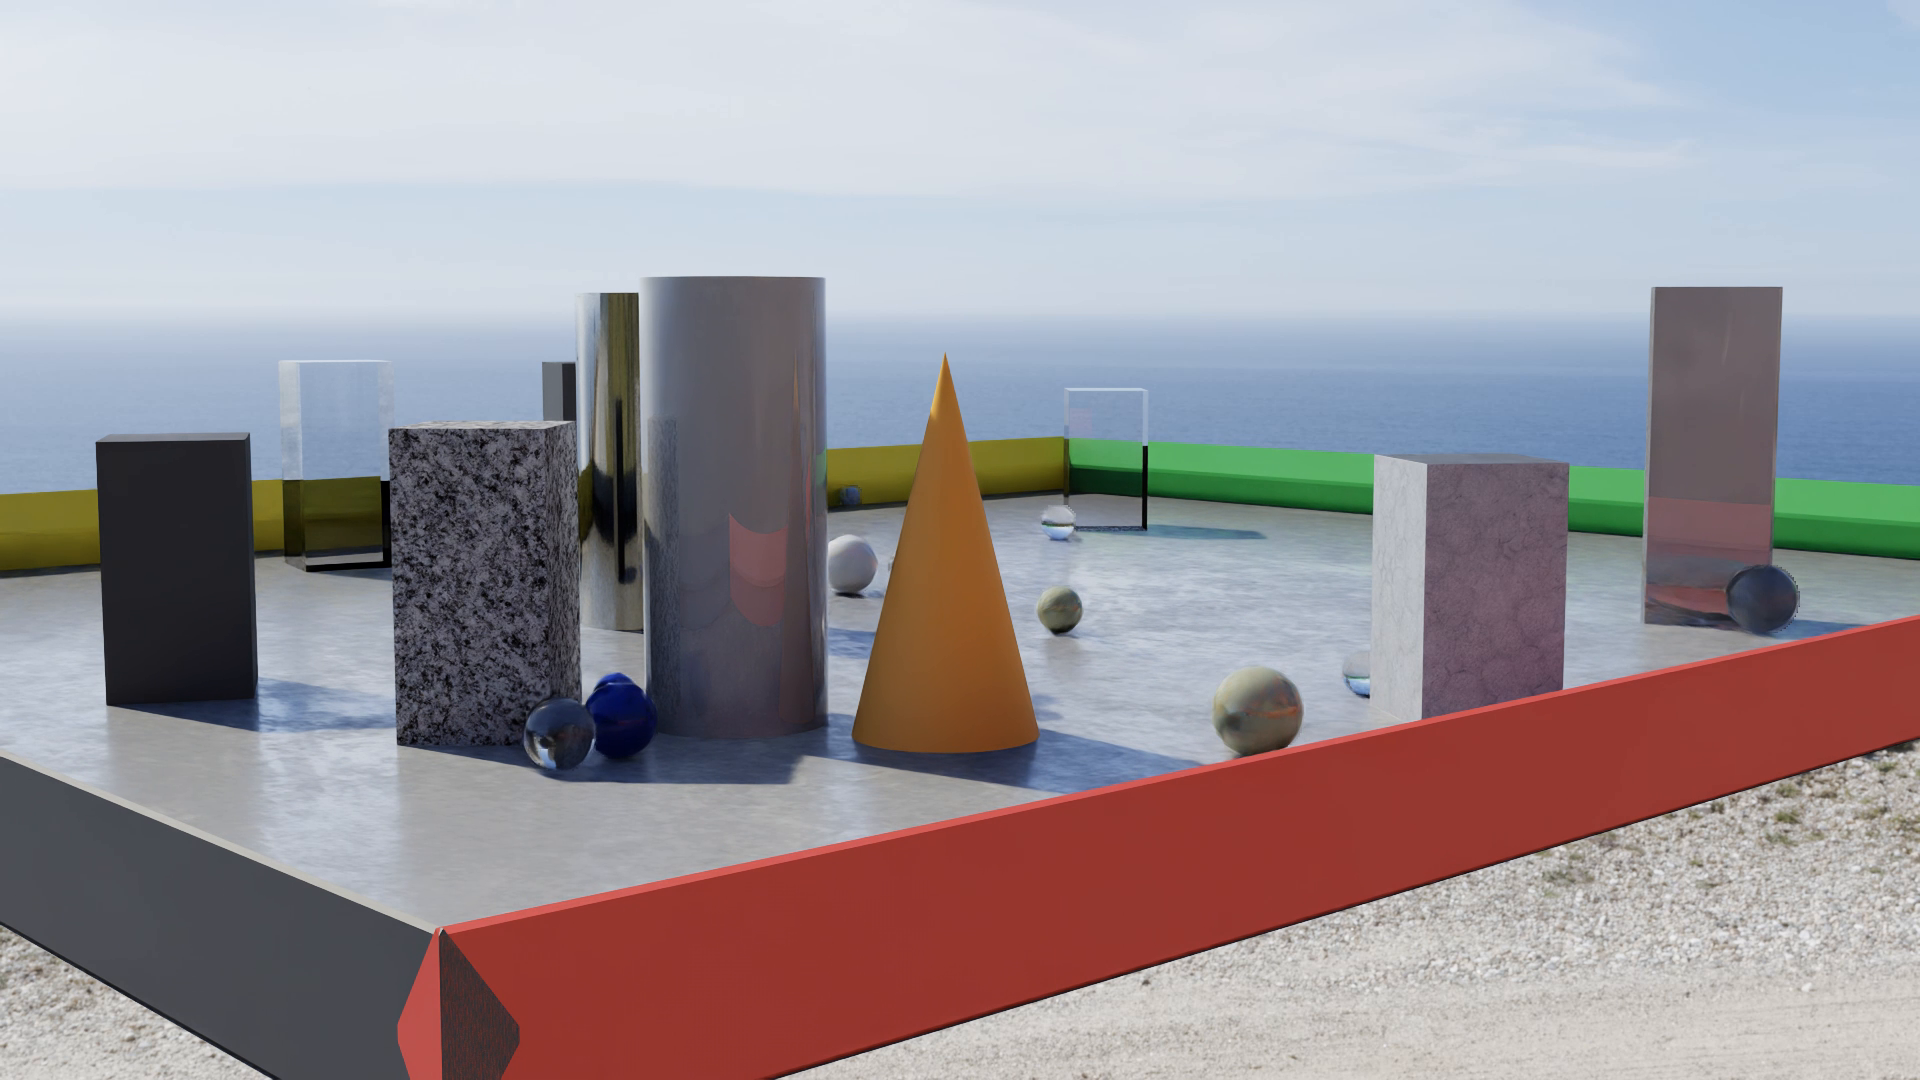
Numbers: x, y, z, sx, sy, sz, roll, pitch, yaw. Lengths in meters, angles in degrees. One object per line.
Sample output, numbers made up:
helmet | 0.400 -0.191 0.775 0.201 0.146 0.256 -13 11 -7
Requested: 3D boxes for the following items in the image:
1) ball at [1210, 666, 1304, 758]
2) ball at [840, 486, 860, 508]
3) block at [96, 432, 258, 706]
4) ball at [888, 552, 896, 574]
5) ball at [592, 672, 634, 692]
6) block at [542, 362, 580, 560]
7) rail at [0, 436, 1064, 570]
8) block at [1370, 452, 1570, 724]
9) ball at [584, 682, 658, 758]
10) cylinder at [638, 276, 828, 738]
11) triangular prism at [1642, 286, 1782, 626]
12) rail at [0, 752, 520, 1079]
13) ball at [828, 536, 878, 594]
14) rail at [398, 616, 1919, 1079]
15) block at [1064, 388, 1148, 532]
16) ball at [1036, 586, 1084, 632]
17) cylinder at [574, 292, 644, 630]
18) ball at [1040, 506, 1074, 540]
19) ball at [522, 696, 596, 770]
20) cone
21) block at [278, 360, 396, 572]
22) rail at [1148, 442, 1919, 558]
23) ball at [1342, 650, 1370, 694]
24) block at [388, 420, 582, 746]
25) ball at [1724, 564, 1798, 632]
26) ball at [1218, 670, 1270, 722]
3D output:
ball | 0.297 0.171 2.199 0.092 0.092 0.092 0 6 0
ball | -0.251 -0.099 5.001 0.049 0.049 0.049 0 6 0
block | -0.912 0.029 2.573 0.159 0.299 0.159 -2 6 -16
ball | -0.076 0.044 3.500 0.076 0.076 0.076 0 6 0
ball | -0.378 0.171 2.410 0.050 0.050 0.050 0 6 0
block | -0.664 -0.149 4.020 0.159 0.352 0.159 -3 6 -23
rail | -0.967 -0.075 4.374 3.398 0.129 0.045 -5 8 -42
block | 0.557 0.052 2.419 0.159 0.284 0.159 -1 6 -9
ball | -0.340 0.180 2.199 0.076 0.076 0.076 0 6 0
cylinder | -0.242 -0.041 2.370 0.199 0.480 0.199 0 6 0
triangular prism | 1.075 -0.124 3.174 0.172 0.478 0.149 1 6 13
rail | -1.231 0.151 2.202 0.045 0.129 2.900 -5 8 -42
ball | -0.176 0.038 3.476 0.092 0.092 0.092 0 6 0
rail | 0.967 0.142 2.289 3.398 0.129 0.045 -5 8 -42
block | 0.299 -0.168 4.527 0.159 0.284 0.159 0 6 -1
ball | 0.138 0.096 3.051 0.065 0.065 0.065 0 6 0
cylinder | -0.446 -0.117 3.143 0.199 0.470 0.199 0 6 0
ball | 0.191 -0.034 4.294 0.066 0.066 0.066 0 6 0
ball | -0.390 0.188 2.137 0.072 0.072 0.072 0 6 0
cone | -0.015 0.004 2.300 0.199 0.403 0.199 0 6 0
block | -1.088 -0.134 3.850 0.159 0.358 0.159 -3 7 -29
rail | 1.231 -0.084 4.462 0.045 0.129 2.900 -5 8 -42
ball | 0.470 0.154 2.559 0.052 0.052 0.052 0 6 0
block | -0.498 0.041 2.323 0.159 0.326 0.159 0 6 2
ball | 1.113 0.081 3.055 0.095 0.095 0.095 0 6 0
ball | 0.309 0.170 2.386 0.056 0.056 0.056 0 6 0
